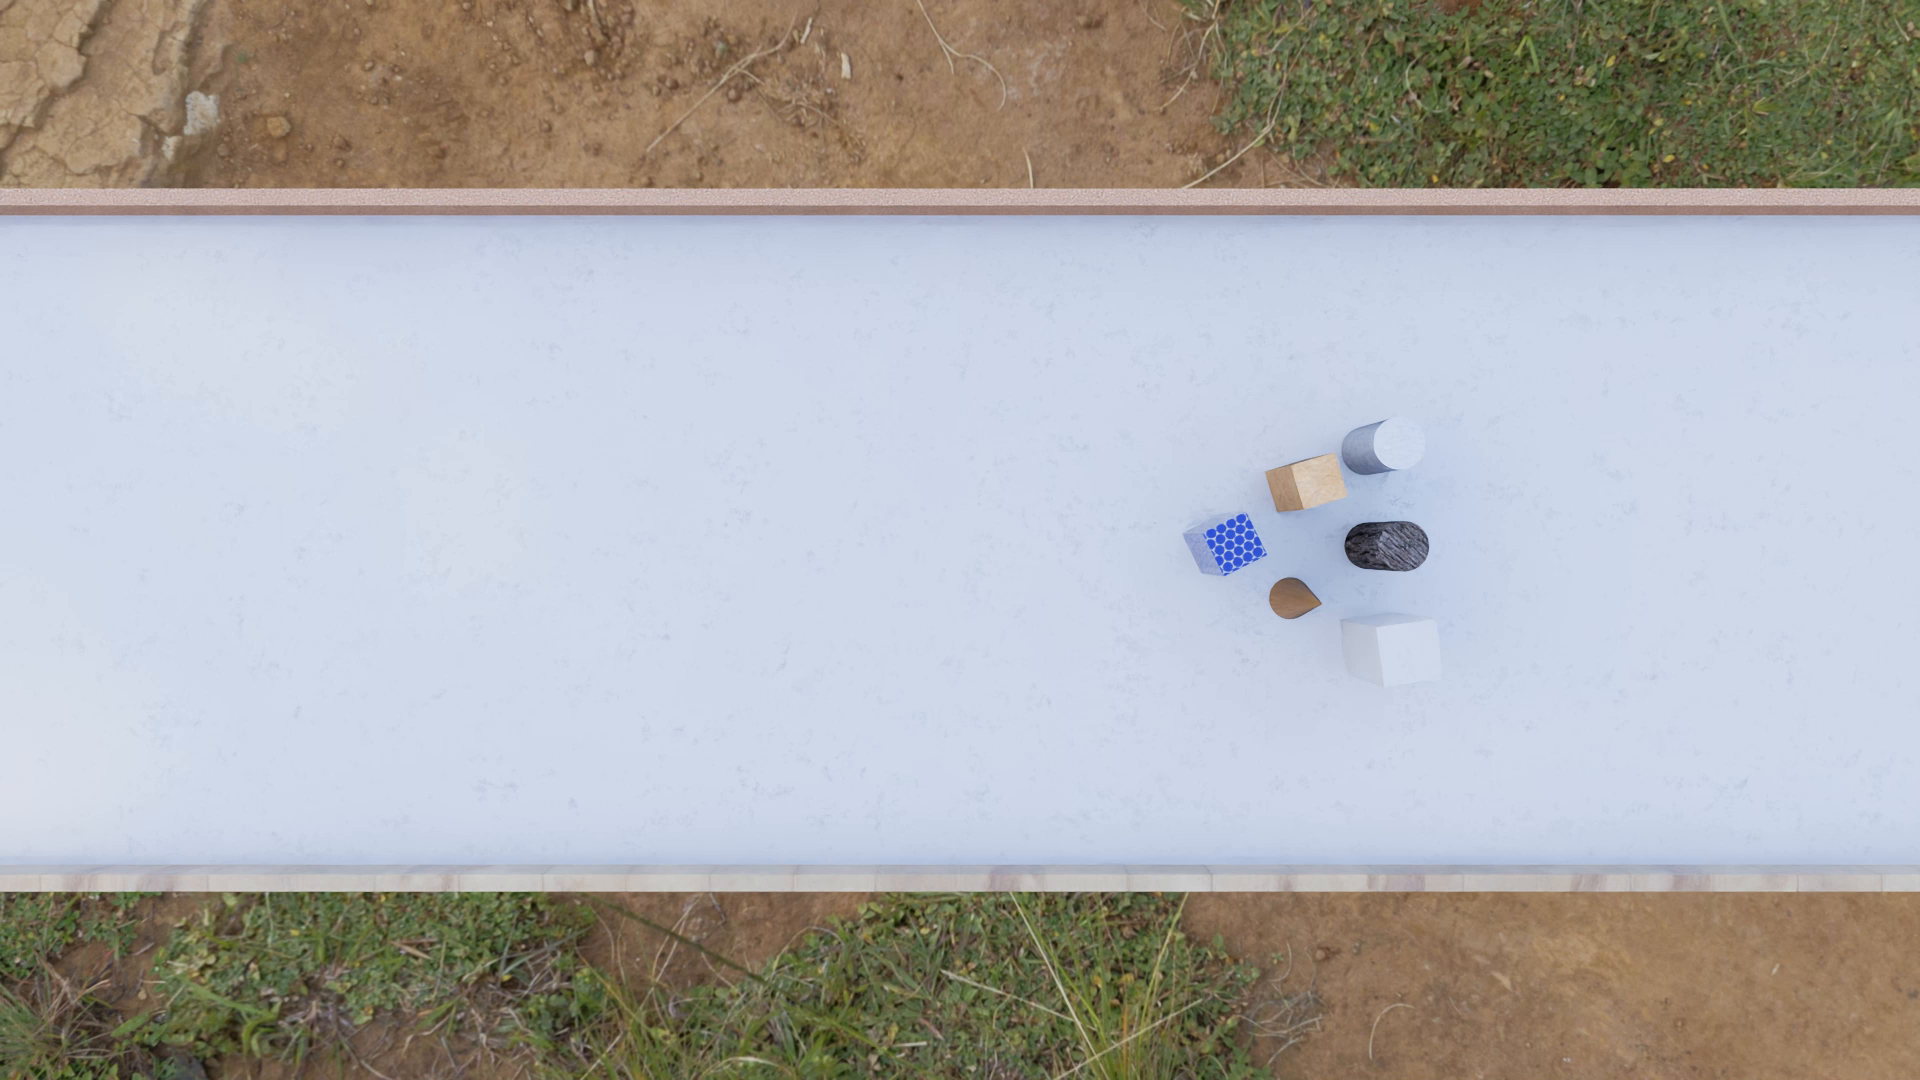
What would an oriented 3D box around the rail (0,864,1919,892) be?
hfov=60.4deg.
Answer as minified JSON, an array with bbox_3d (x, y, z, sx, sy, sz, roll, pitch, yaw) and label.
[{"bbox_3d":[-2.247,1.025,5.001,12.000,0.150,0.050,0,90,0],"label":"rail"}]

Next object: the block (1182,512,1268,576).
[{"bbox_3d":[0.774,0.011,4.861,0.137,0.431,0.137,-26,90,0],"label":"block"}]

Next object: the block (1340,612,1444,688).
[{"bbox_3d":[1.266,0.318,4.858,0.170,0.437,0.170,-8,90,0],"label":"block"}]

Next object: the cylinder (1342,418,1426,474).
[{"bbox_3d":[1.248,-0.275,4.880,0.150,0.394,0.150,0,90,0],"label":"cylinder"}]

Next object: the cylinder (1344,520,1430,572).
[{"bbox_3d":[1.255,0.018,4.870,0.144,0.413,0.144,0,90,0],"label":"cylinder"}]

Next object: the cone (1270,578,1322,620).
[{"bbox_3d":[1.016,0.179,4.849,0.129,0.456,0.129,0,90,0],"label":"cone"}]

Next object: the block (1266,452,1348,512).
[{"bbox_3d":[1.019,-0.167,4.877,0.131,0.400,0.131,-17,90,0],"label":"block"}]

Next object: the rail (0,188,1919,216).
[{"bbox_3d":[-2.247,-1.025,5.002,12.000,0.150,0.050,0,90,0],"label":"rail"}]
